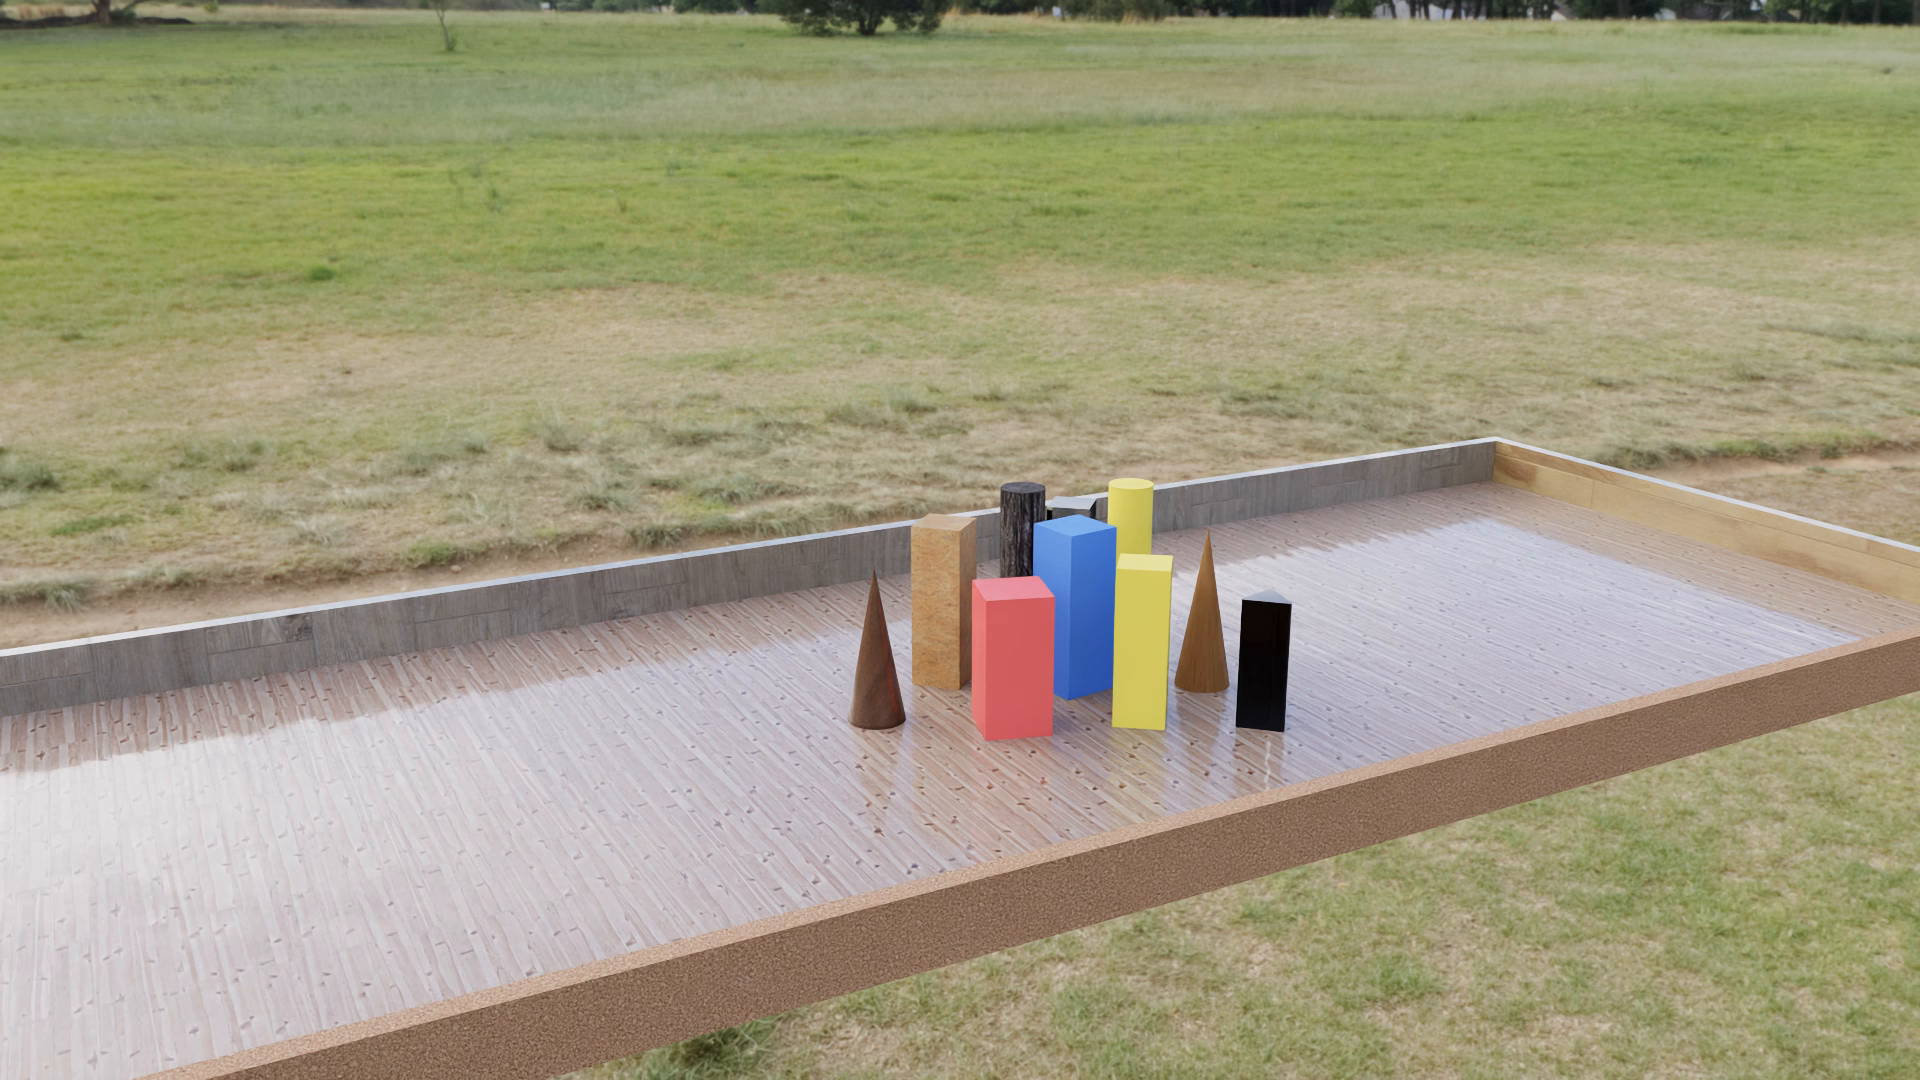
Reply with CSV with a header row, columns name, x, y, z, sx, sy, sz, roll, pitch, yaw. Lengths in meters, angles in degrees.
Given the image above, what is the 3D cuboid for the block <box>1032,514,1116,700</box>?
name,x,y,z,sx,sy,sz,roll,pitch,yaw
block,0.279,0.164,4.059,0.143,0.416,0.143,-12,20,-35

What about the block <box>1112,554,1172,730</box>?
name,x,y,z,sx,sy,sz,roll,pitch,yaw
block,0.427,0.237,3.859,0.123,0.388,0.123,3,17,9

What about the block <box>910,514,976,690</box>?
name,x,y,z,sx,sy,sz,roll,pitch,yaw
block,-0.039,0.153,4.106,0.126,0.411,0.126,6,17,19

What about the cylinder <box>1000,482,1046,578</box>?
name,x,y,z,sx,sy,sz,roll,pitch,yaw
cylinder,0.164,0.071,4.343,0.117,0.434,0.117,0,16,0

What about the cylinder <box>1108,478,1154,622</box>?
name,x,y,z,sx,sy,sz,roll,pitch,yaw
cylinder,0.443,0.068,4.333,0.116,0.446,0.116,0,16,0

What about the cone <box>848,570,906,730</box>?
name,x,y,z,sx,sy,sz,roll,pitch,yaw
cone,-0.198,0.242,3.861,0.140,0.378,0.140,0,16,0

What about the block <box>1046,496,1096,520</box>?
name,x,y,z,sx,sy,sz,roll,pitch,yaw
block,0.309,0.053,4.596,0.117,0.326,0.117,4,17,14

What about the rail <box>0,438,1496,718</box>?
name,x,y,z,sx,sy,sz,roll,pitch,yaw
rail,-3.305,0.497,3.399,12.000,0.150,0.050,-9,18,-27

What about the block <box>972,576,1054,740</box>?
name,x,y,z,sx,sy,sz,roll,pitch,yaw
block,0.121,0.273,3.828,0.159,0.338,0.159,-3,17,-10

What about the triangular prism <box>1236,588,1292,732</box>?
name,x,y,z,sx,sy,sz,roll,pitch,yaw
triangular prism,0.713,0.278,3.851,0.111,0.315,0.096,5,17,16

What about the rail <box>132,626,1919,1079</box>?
name,x,y,z,sx,sy,sz,roll,pitch,yaw
rail,-2.336,1.006,1.665,12.000,0.150,0.050,-9,18,-27

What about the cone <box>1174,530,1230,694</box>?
name,x,y,z,sx,sy,sz,roll,pitch,yaw
cone,0.606,0.164,4.078,0.138,0.405,0.138,0,16,0

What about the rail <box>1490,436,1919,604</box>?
name,x,y,z,sx,sy,sz,roll,pitch,yaw
rail,2.466,-0.048,5.253,0.050,0.150,2.100,-9,18,-27
